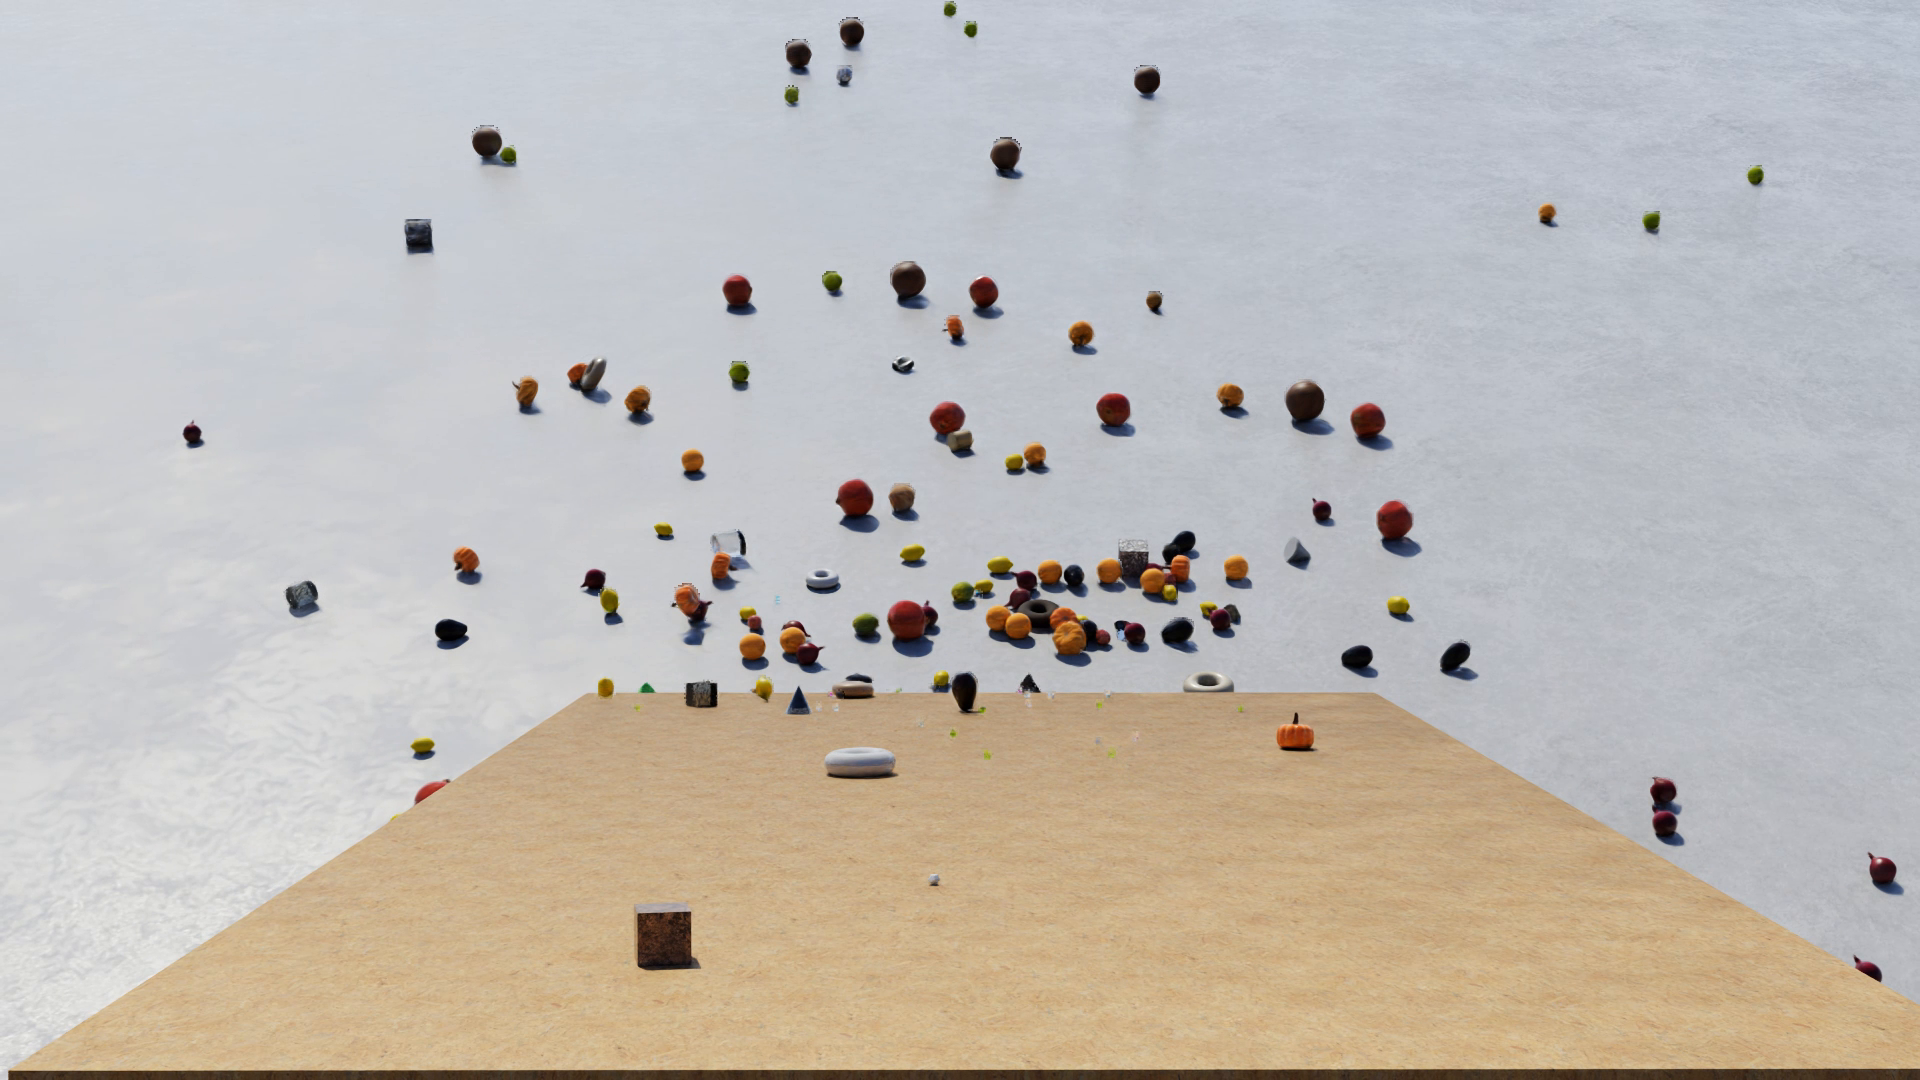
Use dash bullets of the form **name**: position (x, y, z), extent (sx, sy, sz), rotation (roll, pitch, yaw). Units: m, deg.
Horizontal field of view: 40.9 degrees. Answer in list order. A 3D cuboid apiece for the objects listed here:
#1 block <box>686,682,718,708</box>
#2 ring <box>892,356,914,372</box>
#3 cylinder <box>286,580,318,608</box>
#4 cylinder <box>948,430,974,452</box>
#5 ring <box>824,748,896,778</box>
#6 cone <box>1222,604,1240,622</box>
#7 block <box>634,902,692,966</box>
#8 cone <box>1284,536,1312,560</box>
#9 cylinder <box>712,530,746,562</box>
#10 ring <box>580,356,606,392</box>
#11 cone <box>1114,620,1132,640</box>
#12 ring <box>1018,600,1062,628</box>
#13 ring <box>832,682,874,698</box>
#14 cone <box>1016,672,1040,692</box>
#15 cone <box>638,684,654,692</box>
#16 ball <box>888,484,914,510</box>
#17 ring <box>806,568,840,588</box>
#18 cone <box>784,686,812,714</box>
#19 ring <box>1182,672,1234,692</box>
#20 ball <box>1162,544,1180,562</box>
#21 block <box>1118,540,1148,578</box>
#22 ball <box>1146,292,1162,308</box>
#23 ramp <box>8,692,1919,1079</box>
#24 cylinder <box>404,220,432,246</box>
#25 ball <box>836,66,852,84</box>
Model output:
- **block**: position (-0.622, 0.372, 6.210), extent (0.055, 0.055, 0.055), rotation (-1, 2, -36)
- **ring**: position (-0.197, -0.608, 8.922), extent (0.076, 0.025, 0.076), rotation (-6, 38, 5)
- **cylinder**: position (-1.844, 0.152, 7.215), extent (0.063, 0.063, 0.063), rotation (20, 31, 37)
- **cylinder**: position (0.001, -0.320, 8.257), extent (0.060, 0.060, 0.060), rotation (-15, 28, -29)
- **ring**: position (-0.190, 0.422, 4.887), extent (0.137, 0.046, 0.137), rotation (-1, 3, 0)
- **cone**: position (0.763, 0.205, 7.146), extent (0.050, 0.050, 0.050), rotation (24, 7, 42)
- **block**: position (-0.357, 0.473, 3.095), extent (0.064, 0.064, 0.064), rotation (0, 2, -11)
- **cone**: position (0.993, 0.038, 7.501), extent (0.074, 0.074, 0.074), rotation (22, 19, -17)
- **cylinder**: position (-0.672, 0.017, 7.495), extent (0.077, 0.077, 0.077), rotation (-11, 27, -23)
- **ring**: position (-1.242, -0.562, 8.730), extent (0.043, 0.130, 0.130), rotation (29, 16, -21)
- **cone**: position (0.442, 0.256, 7.033), extent (0.052, 0.052, 0.052), rotation (6, 52, 13)
- **ring**: position (0.220, 0.204, 7.126), extent (0.125, 0.042, 0.125), rotation (0, 26, 0)
- **ring**: position (-0.268, 0.374, 6.438), extent (0.107, 0.036, 0.107), rotation (1, 1, 0)
- **cone**: position (0.190, 0.391, 6.728), extent (0.065, 0.065, 0.065), rotation (33, 32, 7)
- **cone**: position (-0.833, 0.424, 6.646), extent (0.085, 0.085, 0.085), rotation (-22, 20, 16)
- **ball**: position (-0.176, -0.128, 7.812), extent (0.079, 0.079, 0.079), rotation (0, 24, 0)
- **ring**: position (-0.393, 0.110, 7.343), extent (0.097, 0.032, 0.097), rotation (0, 23, 0)
- **cone**: position (-0.377, 0.372, 6.028), extent (0.067, 0.067, 0.067), rotation (0, 2, 0)
- **ring**: position (0.649, 0.384, 6.724), extent (0.136, 0.045, 0.136), rotation (-1, 24, 1)
- **ball**: position (0.613, 0.040, 7.473), extent (0.052, 0.052, 0.052), rotation (0, 24, 0)
- **block**: position (0.498, 0.053, 7.409), extent (0.082, 0.082, 0.082), rotation (0, 24, 1)
- **ball**: position (0.716, -0.881, 9.495), extent (0.059, 0.059, 0.059), rotation (0, 24, 0)
- **ramp**: position (0.056, 0.506, 4.549), extent (2.000, 0.100, 4.000), rotation (0, 2, 0)
- **cylinder**: position (-2.139, -1.212, 10.176), extent (0.096, 0.096, 0.096), rotation (-3, 25, -7)
- **ball**: position (-0.561, -2.258, 12.501), extent (0.083, 0.083, 0.083), rotation (0, 24, 0)
